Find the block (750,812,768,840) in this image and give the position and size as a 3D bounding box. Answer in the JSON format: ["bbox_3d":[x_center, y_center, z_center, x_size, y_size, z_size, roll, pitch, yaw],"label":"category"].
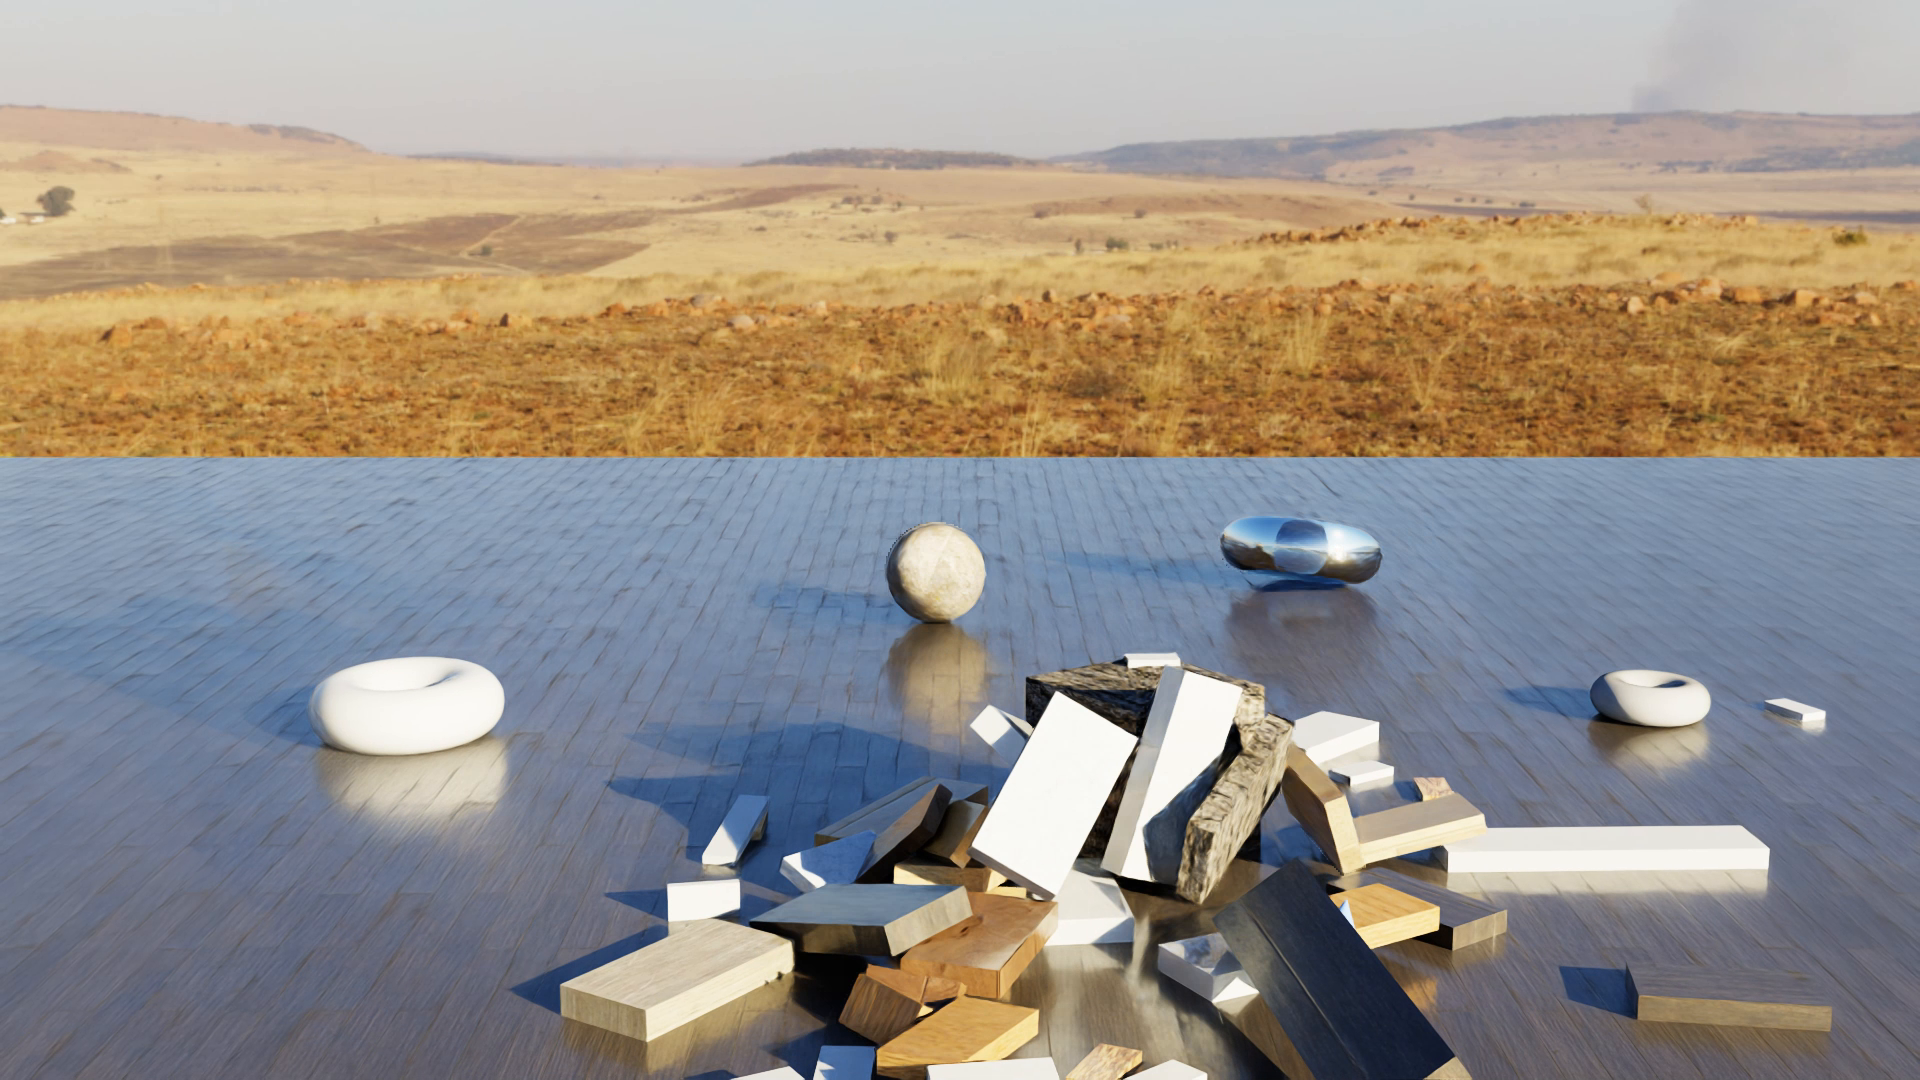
[{"bbox_3d":[-0.385,0.520,4.002,0.058,0.016,0.115,0,11,1],"label":"block"}]

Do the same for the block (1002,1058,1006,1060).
[{"bbox_3d":[-0.010,0.725,2.848,0.119,0.034,0.238,1,11,6],"label":"block"}]

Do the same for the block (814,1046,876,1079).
[{"bbox_3d":[-0.155,0.716,2.934,0.075,0.021,0.150,0,11,2],"label":"block"}]

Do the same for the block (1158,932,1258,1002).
[{"bbox_3d":[0.461,0.631,3.335,0.287,0.041,0.144,-6,12,-28],"label":"block"}]

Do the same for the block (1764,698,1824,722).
[{"bbox_3d":[1.822,0.371,4.803,0.059,0.017,0.119,-4,11,-22],"label":"block"}]

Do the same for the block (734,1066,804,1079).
[{"bbox_3d":[-0.172,0.759,2.629,0.166,0.047,0.501,-6,12,-29],"label":"block"}]

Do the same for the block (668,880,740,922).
[{"bbox_3d":[-0.414,0.582,3.554,0.115,0.058,0.016,-2,11,-11],"label":"block"}]

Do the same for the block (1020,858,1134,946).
[{"bbox_3d":[0.187,0.586,3.579,0.144,0.041,0.287,-1,11,-6],"label":"block"}]

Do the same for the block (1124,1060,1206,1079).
[{"bbox_3d":[0.263,0.722,2.911,0.122,0.017,0.061,-9,14,-41],"label":"block"}]

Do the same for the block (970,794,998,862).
[{"bbox_3d":[0.075,0.454,3.721,0.046,0.162,0.324,43,2,6],"label":"block"}]

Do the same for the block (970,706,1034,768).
[{"bbox_3d":[0.124,0.361,3.652,0.160,0.045,0.320,43,2,17],"label":"block"}]

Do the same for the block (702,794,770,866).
[{"bbox_3d":[-0.398,0.517,3.933,0.058,0.016,0.261,2,17,8],"label":"block"}]

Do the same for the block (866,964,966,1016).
[{"bbox_3d":[-0.071,0.654,3.121,0.150,0.075,0.021,5,-23,27],"label":"block"}]

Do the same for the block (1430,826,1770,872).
[{"bbox_3d":[1.114,0.539,3.844,0.557,0.036,0.128,0,11,-2],"label":"block"}]

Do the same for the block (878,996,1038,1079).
[{"bbox_3d":[0.000,0.672,2.947,0.119,0.034,0.239,4,8,27],"label":"block"}]

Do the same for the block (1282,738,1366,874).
[{"bbox_3d":[0.618,0.457,3.818,0.039,0.138,0.275,-20,19,-6],"label":"block"}]

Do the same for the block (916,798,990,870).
[{"bbox_3d":[-0.014,0.471,3.561,0.029,0.102,0.217,39,-14,-15],"label":"block"}]

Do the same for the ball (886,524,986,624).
[{"bbox_3d":[-0.062,0.087,5.679,0.256,0.256,0.256,0,11,0],"label":"ball"}]

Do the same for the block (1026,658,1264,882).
[{"bbox_3d":[0.325,0.395,3.903,0.298,0.298,0.298,-8,13,-36],"label":"block"}]

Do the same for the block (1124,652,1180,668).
[{"bbox_3d":[0.350,0.218,4.003,0.095,0.013,0.047,-1,11,-5],"label":"block"}]

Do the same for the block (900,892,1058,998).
[{"bbox_3d":[0.034,0.599,3.273,0.149,0.042,0.299,4,11,18],"label":"block"}]

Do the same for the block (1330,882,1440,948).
[{"bbox_3d":[0.591,0.586,3.367,0.264,0.037,0.132,-7,13,-33],"label":"block"}]

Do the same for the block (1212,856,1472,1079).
[{"bbox_3d":[0.507,0.620,3.017,0.160,0.045,0.628,-36,18,1],"label":"block"}]

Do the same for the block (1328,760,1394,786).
[{"bbox_3d":[0.790,0.458,4.332,0.119,0.017,0.059,-8,13,-35],"label":"block"}]

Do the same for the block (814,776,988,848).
[{"bbox_3d":[-0.101,0.508,4.005,0.138,0.039,0.400,6,12,27],"label":"block"}]

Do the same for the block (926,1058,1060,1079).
[{"bbox_3d":[0.062,0.734,2.646,0.160,0.045,0.320,-2,19,-9],"label":"block"}]

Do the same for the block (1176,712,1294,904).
[{"bbox_3d":[0.461,0.446,3.679,0.046,0.162,0.324,22,40,22],"label":"block"}]

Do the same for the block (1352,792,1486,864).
[{"bbox_3d":[0.778,0.509,3.863,0.256,0.036,0.128,-13,12,-5],"label":"block"}]

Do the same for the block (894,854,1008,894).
[{"bbox_3d":[-0.005,0.544,3.624,0.144,0.041,0.287,1,-2,12],"label":"block"}]

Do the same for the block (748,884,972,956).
[{"bbox_3d":[-0.155,0.576,3.348,0.166,0.047,0.331,-20,7,-42],"label":"block"}]

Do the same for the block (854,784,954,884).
[{"bbox_3d":[-0.093,0.491,3.624,0.029,0.203,0.102,38,39,-9],"label":"block"}]

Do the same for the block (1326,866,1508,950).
[{"bbox_3d":[0.734,0.593,3.552,0.132,0.037,0.264,-8,13,-38],"label":"block"}]

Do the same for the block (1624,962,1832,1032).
[{"bbox_3d":[1.110,0.660,3.188,0.264,0.037,0.132,2,11,9],"label":"block"}]

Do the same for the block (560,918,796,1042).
[{"bbox_3d":[-0.412,0.645,3.247,0.166,0.047,0.331,7,13,34],"label":"block"}]

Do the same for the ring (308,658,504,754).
[{"bbox_3d":[-1.162,0.347,4.620,0.403,0.134,0.403,-1,12,0],"label":"ring"}]

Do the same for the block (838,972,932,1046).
[{"bbox_3d":[-0.105,0.664,3.067,0.021,0.075,0.150,31,-11,-37],"label":"block"}]

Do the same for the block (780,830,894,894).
[{"bbox_3d":[-0.193,0.551,3.703,0.102,0.029,0.203,35,30,33],"label":"block"}]

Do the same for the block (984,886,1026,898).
[{"bbox_3d":[0.017,0.611,3.438,0.149,0.042,0.299,1,11,6],"label":"block"}]

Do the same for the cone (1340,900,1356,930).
[{"bbox_3d":[0.550,0.585,3.199,0.131,0.131,0.131,14,-19,5],"label":"cone"}]

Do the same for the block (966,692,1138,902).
[{"bbox_3d":[0.145,0.399,3.434,0.149,0.299,0.042,30,-28,2],"label":"block"}]

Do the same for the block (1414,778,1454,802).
[{"bbox_3d":[0.908,0.481,4.212,0.059,0.017,0.119,0,11,2],"label":"block"}]

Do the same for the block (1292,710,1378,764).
[{"bbox_3d":[0.731,0.410,4.533,0.138,0.039,0.275,9,14,41],"label":"block"}]

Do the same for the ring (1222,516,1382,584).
[{"bbox_3d":[0.943,0.029,6.084,0.443,0.148,0.443,7,-4,0],"label":"ring"}]

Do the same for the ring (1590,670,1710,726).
[{"bbox_3d":[1.499,0.343,4.778,0.251,0.084,0.251,1,10,0],"label":"ring"}]

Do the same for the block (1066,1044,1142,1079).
[{"bbox_3d":[0.194,0.713,2.959,0.061,0.017,0.122,5,12,25],"label":"block"}]

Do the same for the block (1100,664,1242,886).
[{"bbox_3d":[0.354,0.394,3.663,0.046,0.351,0.162,17,-1,44],"label":"block"}]
